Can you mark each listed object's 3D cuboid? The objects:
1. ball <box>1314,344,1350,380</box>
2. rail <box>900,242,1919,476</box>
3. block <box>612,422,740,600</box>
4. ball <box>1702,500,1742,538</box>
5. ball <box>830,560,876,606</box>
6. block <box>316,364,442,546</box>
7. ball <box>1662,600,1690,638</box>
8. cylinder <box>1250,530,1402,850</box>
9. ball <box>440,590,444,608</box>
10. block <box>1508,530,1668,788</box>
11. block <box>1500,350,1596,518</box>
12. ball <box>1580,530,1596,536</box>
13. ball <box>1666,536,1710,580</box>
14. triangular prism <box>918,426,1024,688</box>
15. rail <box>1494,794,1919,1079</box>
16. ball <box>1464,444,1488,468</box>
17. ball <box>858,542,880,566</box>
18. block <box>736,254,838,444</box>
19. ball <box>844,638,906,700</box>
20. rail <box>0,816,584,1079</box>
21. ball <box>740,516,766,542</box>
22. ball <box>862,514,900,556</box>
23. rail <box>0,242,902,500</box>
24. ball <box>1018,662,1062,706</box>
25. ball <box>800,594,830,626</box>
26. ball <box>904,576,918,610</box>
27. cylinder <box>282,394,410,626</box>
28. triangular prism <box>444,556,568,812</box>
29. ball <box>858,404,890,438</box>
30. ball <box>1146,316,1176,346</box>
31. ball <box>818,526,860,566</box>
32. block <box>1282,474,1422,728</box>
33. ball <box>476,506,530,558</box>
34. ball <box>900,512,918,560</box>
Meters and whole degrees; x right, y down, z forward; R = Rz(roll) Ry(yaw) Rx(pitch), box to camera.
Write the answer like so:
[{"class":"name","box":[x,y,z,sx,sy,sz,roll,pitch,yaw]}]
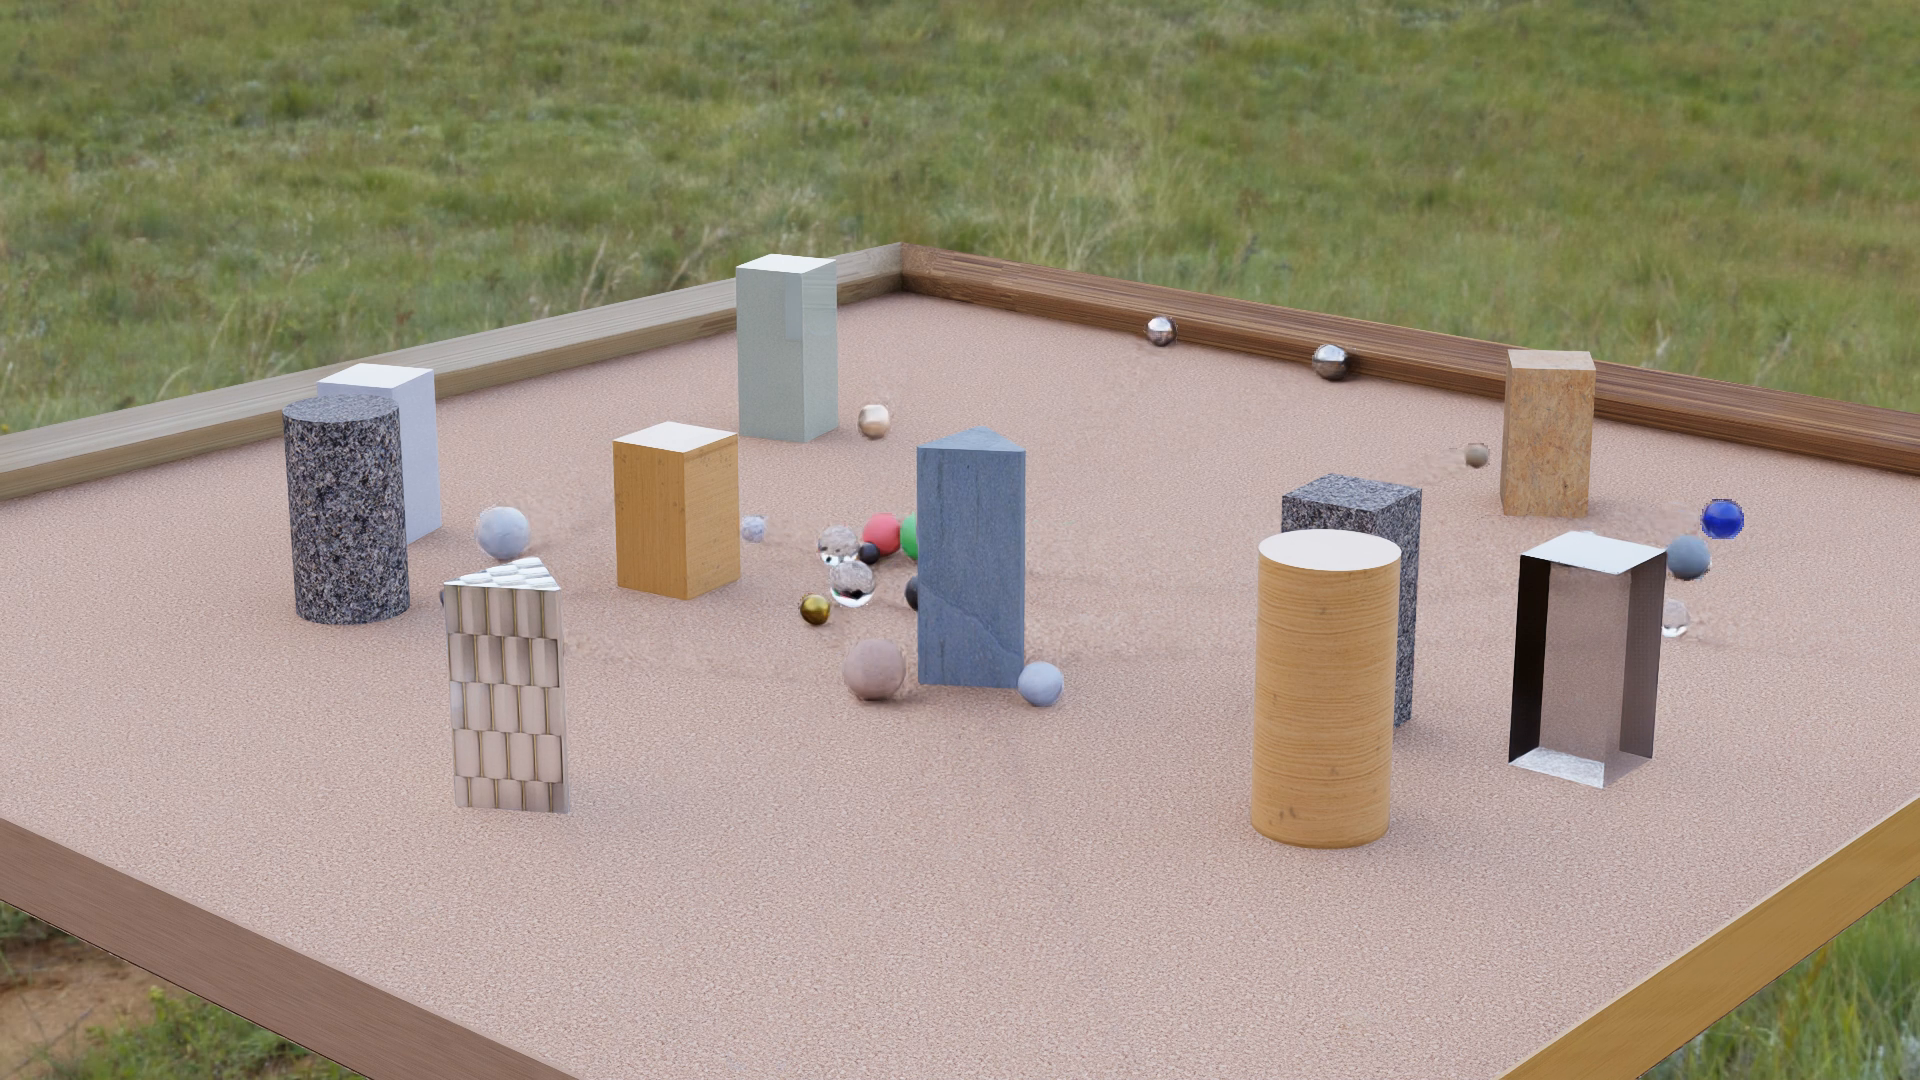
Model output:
[{"class":"ball","box":[0.842,-0.403,6.646,0.079,0.079,0.079,0,17,0]},{"class":"rail","box":[1.186,-0.363,6.428,3.586,0.126,0.045,14,22,39]},{"class":"block","box":[-0.497,-0.053,5.160,0.155,0.266,0.155,10,20,31]},{"class":"ball","box":[1.417,-0.038,5.451,0.071,0.071,0.071,0,17,0]},{"class":"ball","box":[-0.185,0.075,5.058,0.081,0.081,0.081,0,17,0]},{"class":"block","box":[-1.077,-0.158,5.445,0.155,0.303,0.155,6,18,18]},{"class":"ball","box":[1.187,0.131,4.903,0.063,0.063,0.063,0,17,0]},{"class":"cylinder","box":[0.506,0.205,4.069,0.194,0.402,0.194,0,17,0]},{"class":"ball","box":[-0.850,0.100,4.995,0.069,0.069,0.069,0,17,0]},{"class":"block","box":[0.922,0.173,4.309,0.155,0.325,0.155,13,21,38]},{"class":"block","box":[1.126,-0.205,5.627,0.155,0.289,0.155,2,17,7]},{"class":"ball","box":[1.137,0.007,5.336,0.050,0.050,0.050,0,17,0]},{"class":"ball","box":[1.293,0.030,5.211,0.078,0.078,0.078,0,17,0]},{"class":"triangular prism","box":[0.026,0.025,4.689,0.168,0.391,0.145,2,17,7]},{"class":"rail","box":[1.336,0.367,4.010,0.045,0.126,3.665,14,22,39]},{"class":"ball","box":[1.043,-0.170,5.924,0.049,0.049,0.049,0,17,0]},{"class":"ball","box":[-0.164,0.026,5.291,0.041,0.041,0.041,0,17,0]},{"class":"block","box":[-0.362,-0.404,6.162,0.155,0.360,0.155,8,18,24]},{"class":"ball","box":[-0.133,0.203,4.606,0.097,0.097,0.097,0,17,0]},{"class":"rail","box":[-1.186,0.426,3.813,3.586,0.126,0.045,14,22,39]},{"class":"ball","box":[-0.384,-0.021,5.431,0.048,0.048,0.048,0,17,0]},{"class":"ball","box":[-0.141,-0.008,5.344,0.075,0.075,0.075,0,17,0]},{"class":"rail","box":[-1.336,-0.304,6.231,0.045,0.126,3.665,14,22,39]},{"class":"ball","box":[0.126,0.224,4.582,0.070,0.070,0.070,0,17,0]},{"class":"ball","box":[-0.244,0.118,4.964,0.052,0.052,0.052,0,17,0]},{"class":"ball","box":[-0.063,0.090,5.036,0.064,0.064,0.064,0,17,0]},{"class":"cylinder","box":[-1.047,-0.054,5.009,0.194,0.355,0.194,0,17,0]},{"class":"triangular prism","box":[-0.626,0.203,4.197,0.168,0.333,0.145,3,17,10]},{"class":"ball","box":[-0.180,-0.250,6.152,0.070,0.070,0.070,0,17,0]},{"class":"ball","box":[0.477,-0.495,6.963,0.071,0.071,0.071,0,17,0]},{"class":"ball","box":[-0.219,0.011,5.280,0.075,0.075,0.075,0,17,0]},{"class":"block","box":[0.590,0.105,4.460,0.155,0.369,0.155,11,20,33]},{"class":"ball","box":[-0.829,-0.014,5.325,0.096,0.096,0.096,0,17,0]},{"class":"ball","box":[-0.065,-0.007,5.310,0.091,0.091,0.091,0,17,0]}]
